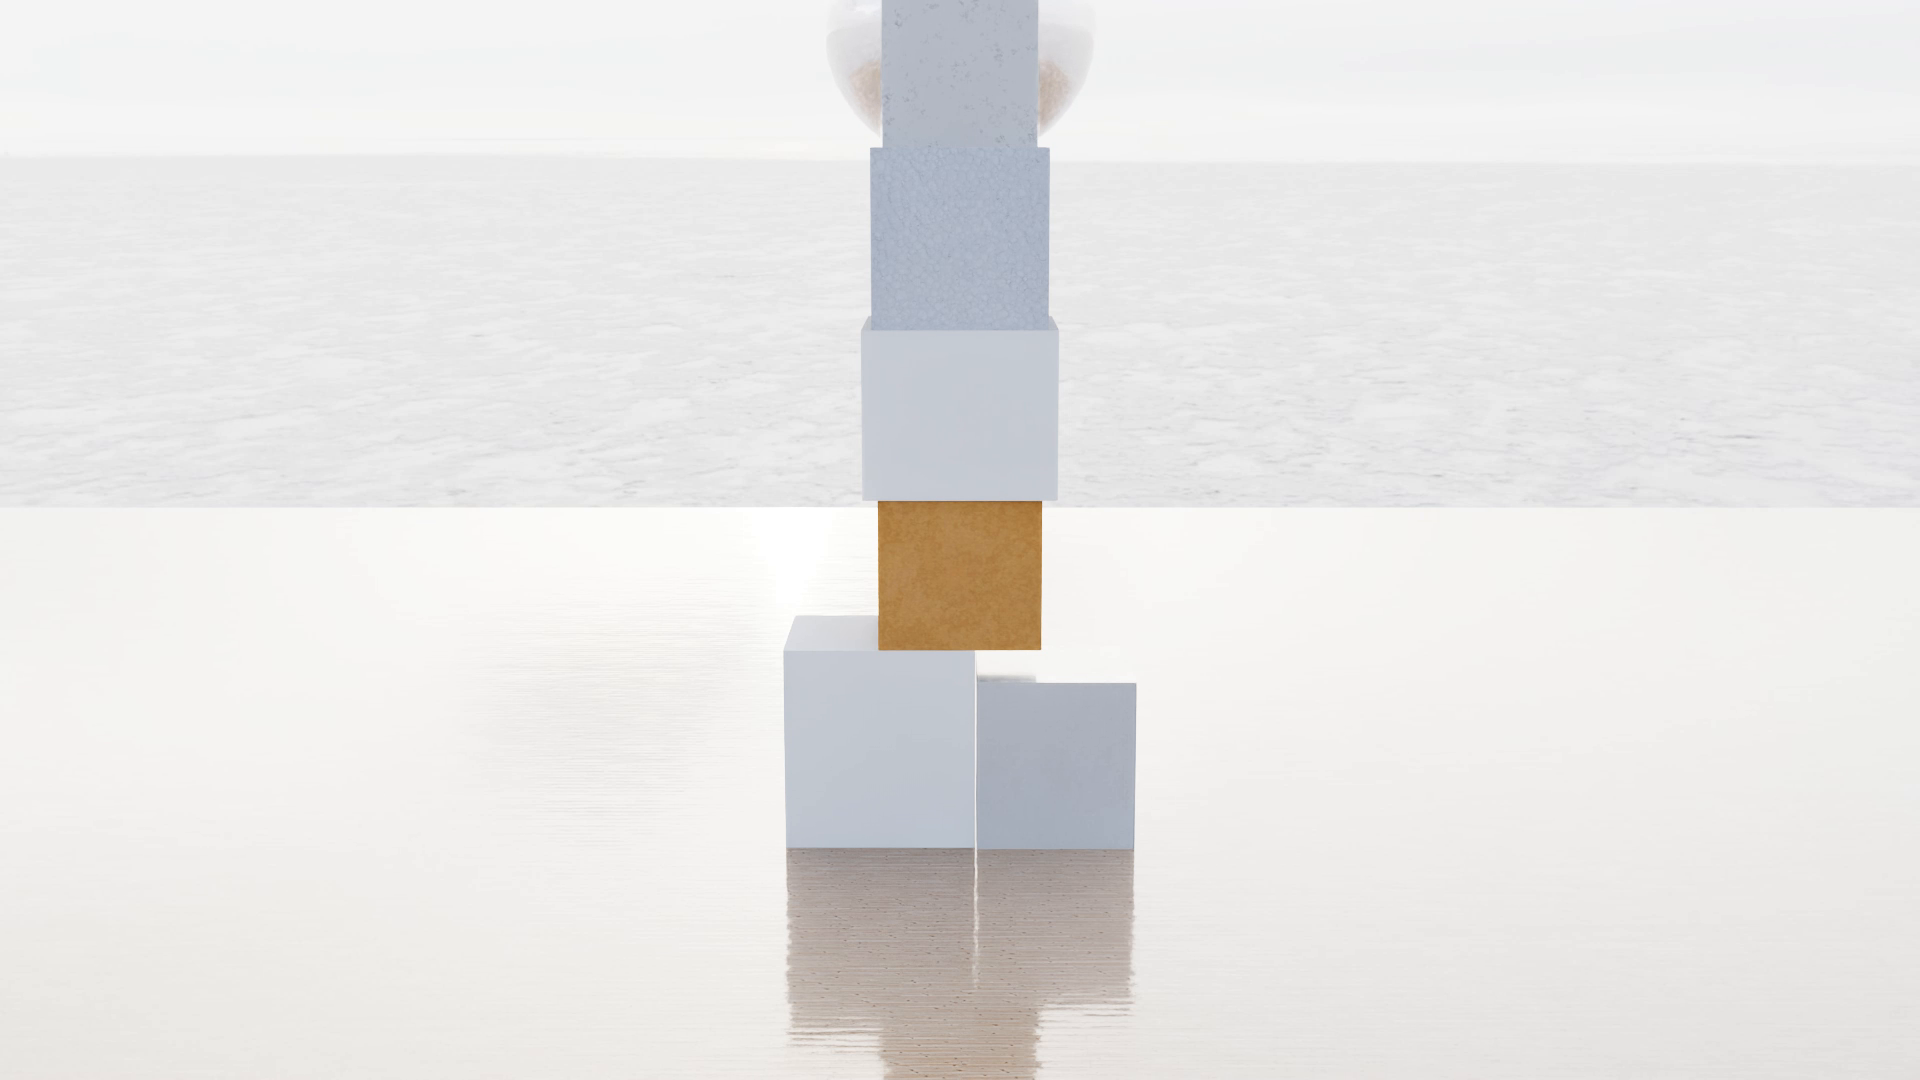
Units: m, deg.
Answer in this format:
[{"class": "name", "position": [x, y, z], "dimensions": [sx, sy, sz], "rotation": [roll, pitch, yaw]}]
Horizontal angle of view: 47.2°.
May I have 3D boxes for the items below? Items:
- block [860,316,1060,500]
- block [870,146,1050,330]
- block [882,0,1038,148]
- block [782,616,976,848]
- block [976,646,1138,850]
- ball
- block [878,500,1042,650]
[{"class": "block", "position": [0.000, -0.678, 11.067], "dimensions": [0.953, 0.830, 0.884], "rotation": [0, 10, 0]}, {"class": "block", "position": [0.000, -1.512, 10.919], "dimensions": [0.853, 0.865, 0.877], "rotation": [0, 10, 0]}, {"class": "block", "position": [0.000, -2.335, 10.758], "dimensions": [0.739, 0.814, 0.770], "rotation": [0, 10, 0]}, {"class": "block", "position": [-0.400, 0.974, 11.369], "dimensions": [0.951, 1.016, 0.820], "rotation": [0, 10, 0]}, {"class": "block", "position": [0.481, 1.056, 11.354], "dimensions": [0.791, 0.860, 0.803], "rotation": [0, 10, 0]}, {"class": "ball", "position": [0.000, -2.989, 12.745], "dimensions": [1.600, 1.600, 1.600], "rotation": [0, 10, 0]}, {"class": "block", "position": [0.000, 0.106, 11.192], "dimensions": [0.807, 0.756, 0.780], "rotation": [0, 10, 0]}]
